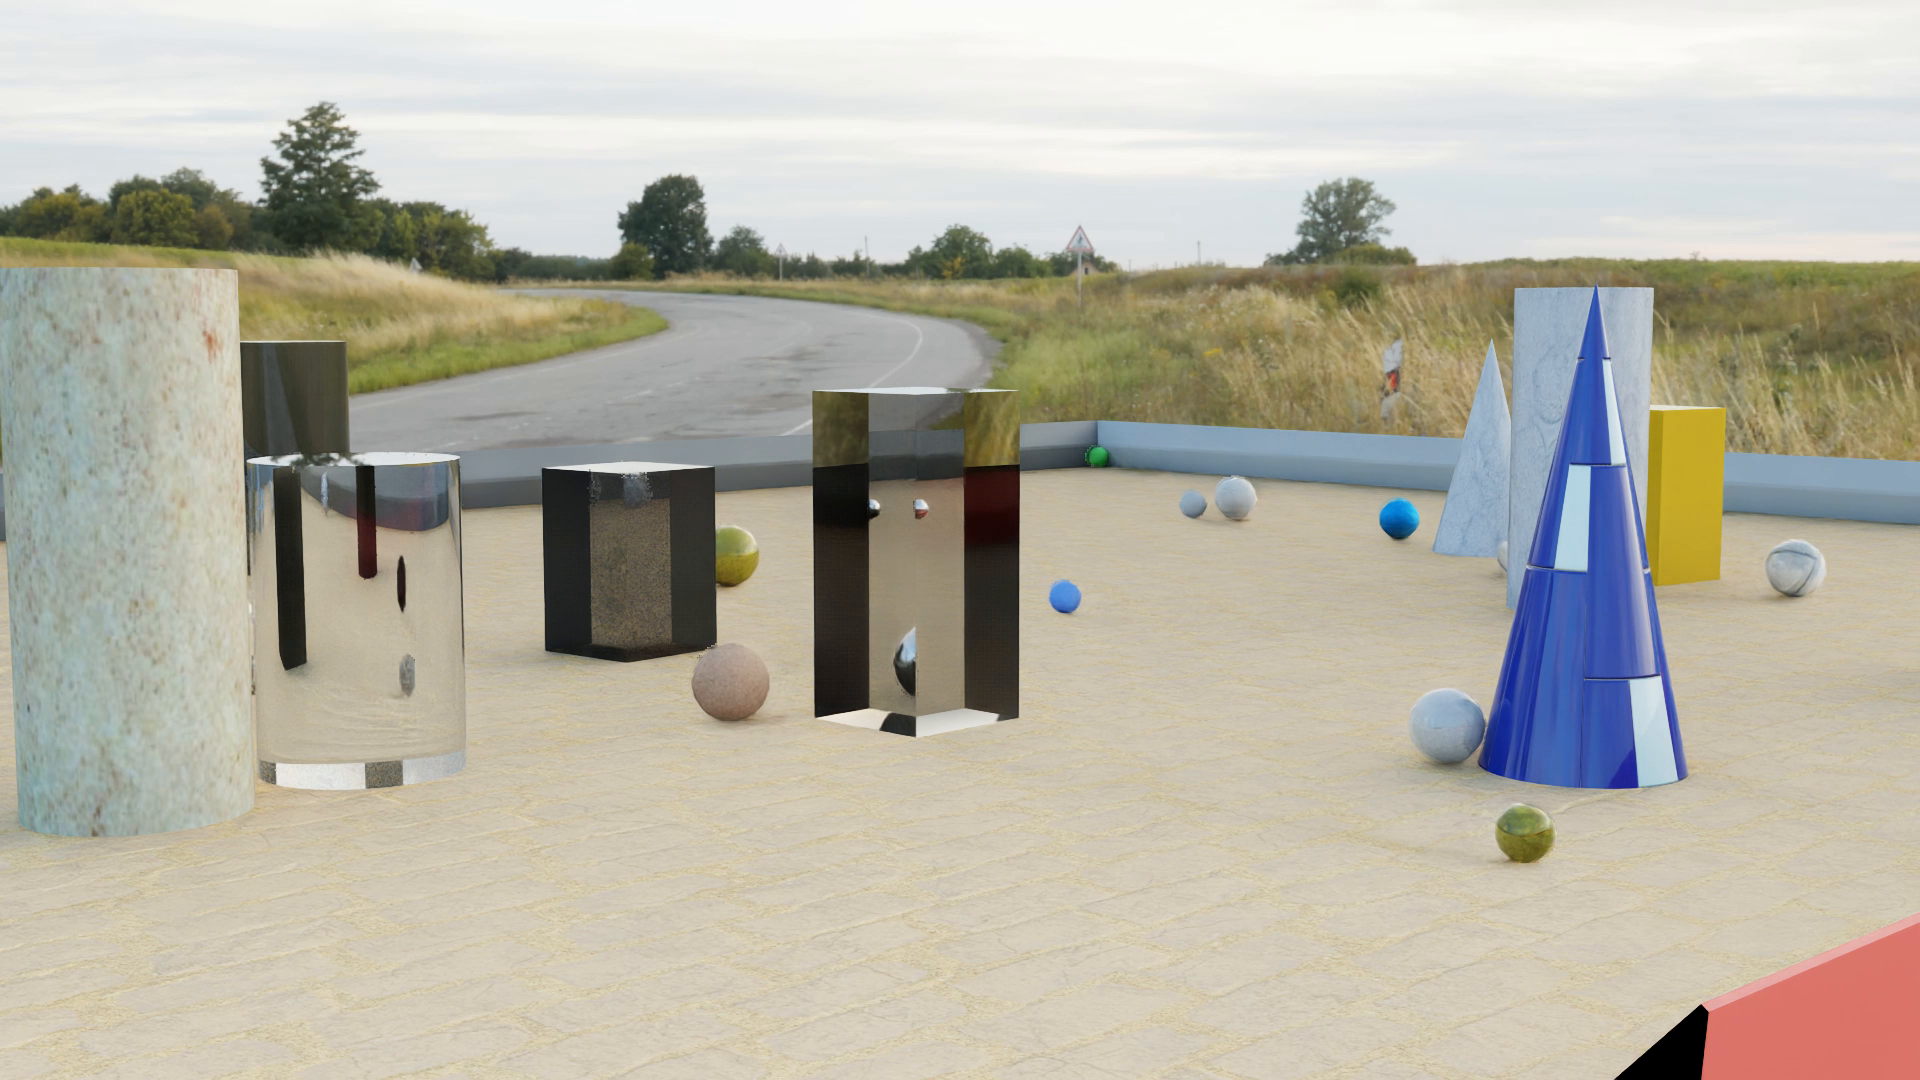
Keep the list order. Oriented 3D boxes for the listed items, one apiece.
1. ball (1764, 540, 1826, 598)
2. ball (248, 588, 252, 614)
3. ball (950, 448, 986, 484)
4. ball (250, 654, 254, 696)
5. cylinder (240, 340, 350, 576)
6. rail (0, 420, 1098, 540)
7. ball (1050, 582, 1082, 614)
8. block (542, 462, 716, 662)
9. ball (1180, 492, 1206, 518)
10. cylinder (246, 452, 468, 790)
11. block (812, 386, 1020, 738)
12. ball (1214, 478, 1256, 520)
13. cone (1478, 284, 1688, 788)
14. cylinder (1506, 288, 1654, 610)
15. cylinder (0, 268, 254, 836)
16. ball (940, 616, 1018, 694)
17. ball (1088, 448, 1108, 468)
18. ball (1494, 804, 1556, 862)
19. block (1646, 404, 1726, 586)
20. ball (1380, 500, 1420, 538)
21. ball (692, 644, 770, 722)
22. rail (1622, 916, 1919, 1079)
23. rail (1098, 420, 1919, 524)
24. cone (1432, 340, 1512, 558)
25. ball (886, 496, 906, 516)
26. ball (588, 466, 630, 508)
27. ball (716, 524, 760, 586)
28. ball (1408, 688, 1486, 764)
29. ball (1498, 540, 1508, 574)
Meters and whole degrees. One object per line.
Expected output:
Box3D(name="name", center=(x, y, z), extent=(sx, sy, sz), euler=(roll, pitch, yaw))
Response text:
Box3D(name="ball", center=(1.302, 0.045, 3.427), extent=(0.089, 0.089, 0.089), euler=(0, 6, 0))
Box3D(name="ball", center=(-1.008, 0.089, 3.186), extent=(0.052, 0.052, 0.052), euler=(0, 6, 0))
Box3D(name="ball", center=(0.021, -0.193, 5.691), extent=(0.092, 0.092, 0.092), euler=(0, 6, 0))
Box3D(name="ball", center=(-0.809, 0.156, 2.546), extent=(0.050, 0.050, 0.050), euler=(0, 6, 0))
Box3D(name="cylinder", center=(-1.149, -0.144, 3.774), extent=(0.198, 0.392, 0.198), euler=(0, 6, 0))
Box3D(name="rail", center=(-1.306, -0.113, 4.739), extent=(4.674, 0.129, 0.045), euler=(-5, 8, -42))
Box3D(name="ball", center=(0.155, 0.085, 3.242), extent=(0.047, 0.047, 0.047), euler=(0, 6, 0))
Box3D(name="block", center=(-0.433, 0.025, 2.887), extent=(0.159, 0.241, 0.159), euler=(5, 8, 39))
Box3D(name="ball", center=(0.501, -0.075, 4.726), extent=(0.058, 0.058, 0.058), euler=(0, 6, 0))
Box3D(name="cylinder", center=(-0.583, 0.072, 2.133), extent=(0.198, 0.302, 0.198), euler=(0, 6, 0))
Box3D(name="block", center=(-0.047, 0.017, 2.393), extent=(0.159, 0.359, 0.159), euler=(6, 8, 44))
Box3D(name="ball", center=(0.589, -0.088, 4.699), extent=(0.089, 0.089, 0.089), euler=(0, 6, 0))
Box3D(name="cone", center=(0.609, -0.013, 2.128), extent=(0.198, 0.473, 0.198), euler=(0, 6, 0))
Box3D(name="cylinder", center=(0.923, -0.135, 3.280), extent=(0.198, 0.478, 0.198), euler=(0, 6, 0))
Box3D(name="cylinder", center=(-0.734, 0.003, 1.940), extent=(0.198, 0.480, 0.198), euler=(0, 6, 0))
Box3D(name="ball", center=(0.023, 0.134, 2.561), extent=(0.091, 0.091, 0.091), euler=(0, 6, 0))
Box3D(name="ball", center=(0.394, -0.235, 6.251), extent=(0.059, 0.059, 0.059), euler=(0, 6, 0))
Box3D(name="ball", center=(0.457, 0.237, 1.780), extent=(0.048, 0.048, 0.048), euler=(0, 6, 0))
Box3D(name="block", center=(1.153, -0.078, 3.661), extent=(0.159, 0.285, 0.159), euler=(-4, 7, -34))
Box3D(name="ball", center=(0.860, -0.040, 4.303), extent=(0.077, 0.077, 0.077), euler=(0, 6, 0))
Box3D(name="ball", center=(-0.249, 0.155, 2.391), extent=(0.084, 0.084, 0.084), euler=(0, 6, 0))
Box3D(name="rail", center=(1.306, 0.180, 1.924), extent=(4.674, 0.129, 0.045), euler=(-5, 8, -42))
Box3D(name="rail", center=(1.700, -0.129, 4.892), extent=(0.045, 0.129, 3.898), euler=(-5, 8, -42))
Box3D(name="cone", center=(0.977, -0.175, 4.060), extent=(0.198, 0.396, 0.198), euler=(0, 6, 0))
Box3D(name="ball", center=(-0.141, -0.072, 4.771), extent=(0.043, 0.043, 0.043), euler=(0, 6, 0))
Box3D(name="ball", center=(-0.794, -0.119, 4.966), extent=(0.095, 0.095, 0.095), euler=(0, 6, 0))
Box3D(name="ball", center=(-0.374, 0.025, 3.564), extent=(0.099, 0.099, 0.099), euler=(0, 6, 0))
Box3D(name="ball", center=(0.480, 0.183, 2.169), extent=(0.075, 0.075, 0.075), euler=(0, 6, 0))
Box3D(name="ball", center=(0.937, 0.028, 3.695), extent=(0.067, 0.067, 0.067), euler=(0, 6, 0))
